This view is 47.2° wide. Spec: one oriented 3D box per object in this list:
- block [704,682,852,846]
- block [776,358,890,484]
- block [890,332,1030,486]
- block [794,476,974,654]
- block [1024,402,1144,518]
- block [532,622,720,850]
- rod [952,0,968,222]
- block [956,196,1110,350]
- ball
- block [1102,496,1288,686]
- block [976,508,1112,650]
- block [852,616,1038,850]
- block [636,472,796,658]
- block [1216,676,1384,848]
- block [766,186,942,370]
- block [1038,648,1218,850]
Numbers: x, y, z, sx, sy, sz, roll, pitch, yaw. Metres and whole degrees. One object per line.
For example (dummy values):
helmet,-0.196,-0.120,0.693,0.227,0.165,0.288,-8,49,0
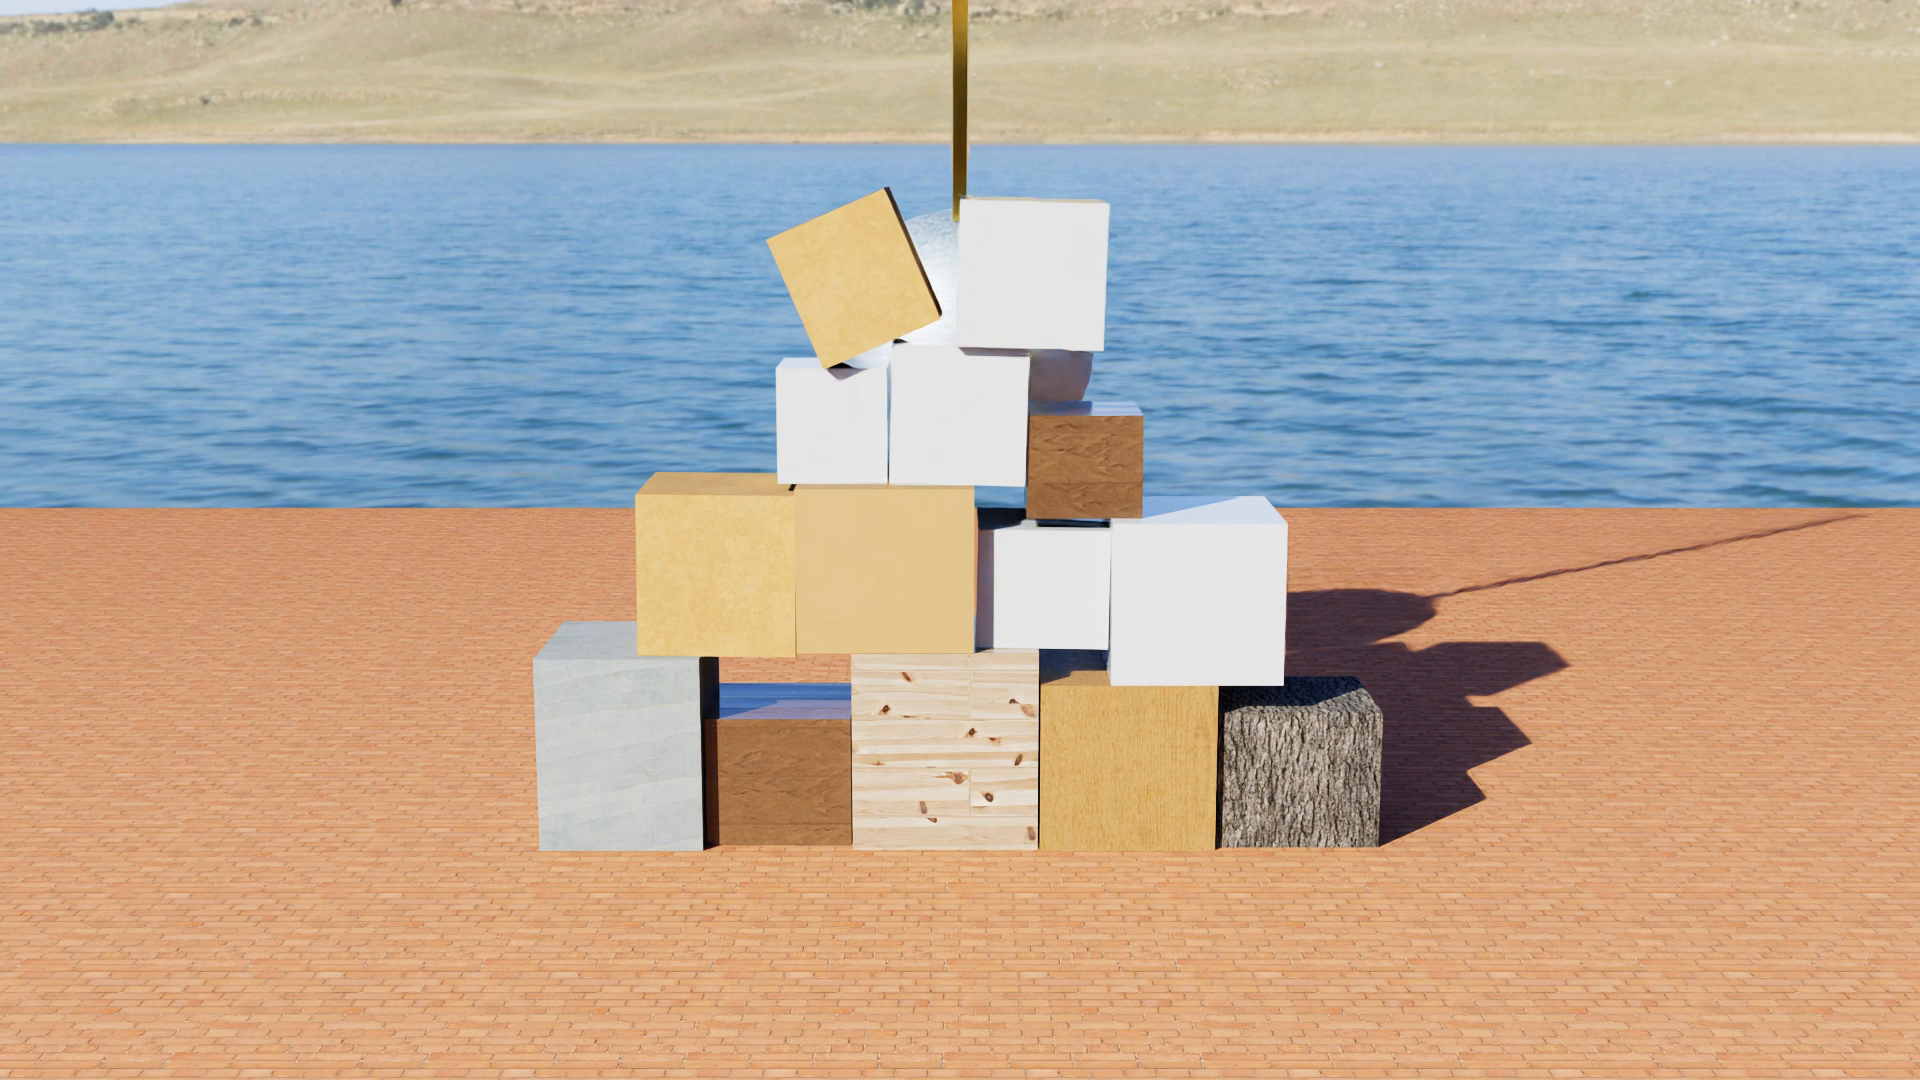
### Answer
block,-0.912,1.150,11.398,0.729,0.658,0.747,0,10,0
block,-0.630,-0.607,11.080,0.543,0.573,0.524,0,10,0
block,-0.004,-0.666,11.074,0.669,0.687,0.624,2,10,0
block,-0.368,0.080,11.191,0.875,0.819,0.858,0,10,0
block,0.616,-0.411,11.121,0.572,0.512,0.595,0,10,0
block,-1.695,0.994,11.354,0.818,0.982,0.884,0,10,0
rod,0.000,-4.088,11.351,0.080,5.200,0.080,0,31,0
block,0.347,-1.337,10.935,0.716,0.704,0.716,2,10,0
ball,0.000,-1.160,13.078,1.600,1.600,1.600,0,10,0
block,1.173,0.244,11.212,0.853,0.811,0.847,0,10,0
block,0.413,0.187,11.231,0.657,0.596,0.672,1,10,0
block,-0.074,0.976,11.375,0.926,1.010,0.889,0,10,0
block,-1.203,0.113,11.199,0.783,0.809,0.743,1,10,0
block,1.696,1.135,11.373,0.817,0.697,0.763,0,10,0
block,-0.513,-1.313,10.927,0.620,0.682,0.639,-23,9,4
block,0.838,1.055,11.391,0.878,0.848,0.920,0,10,0
